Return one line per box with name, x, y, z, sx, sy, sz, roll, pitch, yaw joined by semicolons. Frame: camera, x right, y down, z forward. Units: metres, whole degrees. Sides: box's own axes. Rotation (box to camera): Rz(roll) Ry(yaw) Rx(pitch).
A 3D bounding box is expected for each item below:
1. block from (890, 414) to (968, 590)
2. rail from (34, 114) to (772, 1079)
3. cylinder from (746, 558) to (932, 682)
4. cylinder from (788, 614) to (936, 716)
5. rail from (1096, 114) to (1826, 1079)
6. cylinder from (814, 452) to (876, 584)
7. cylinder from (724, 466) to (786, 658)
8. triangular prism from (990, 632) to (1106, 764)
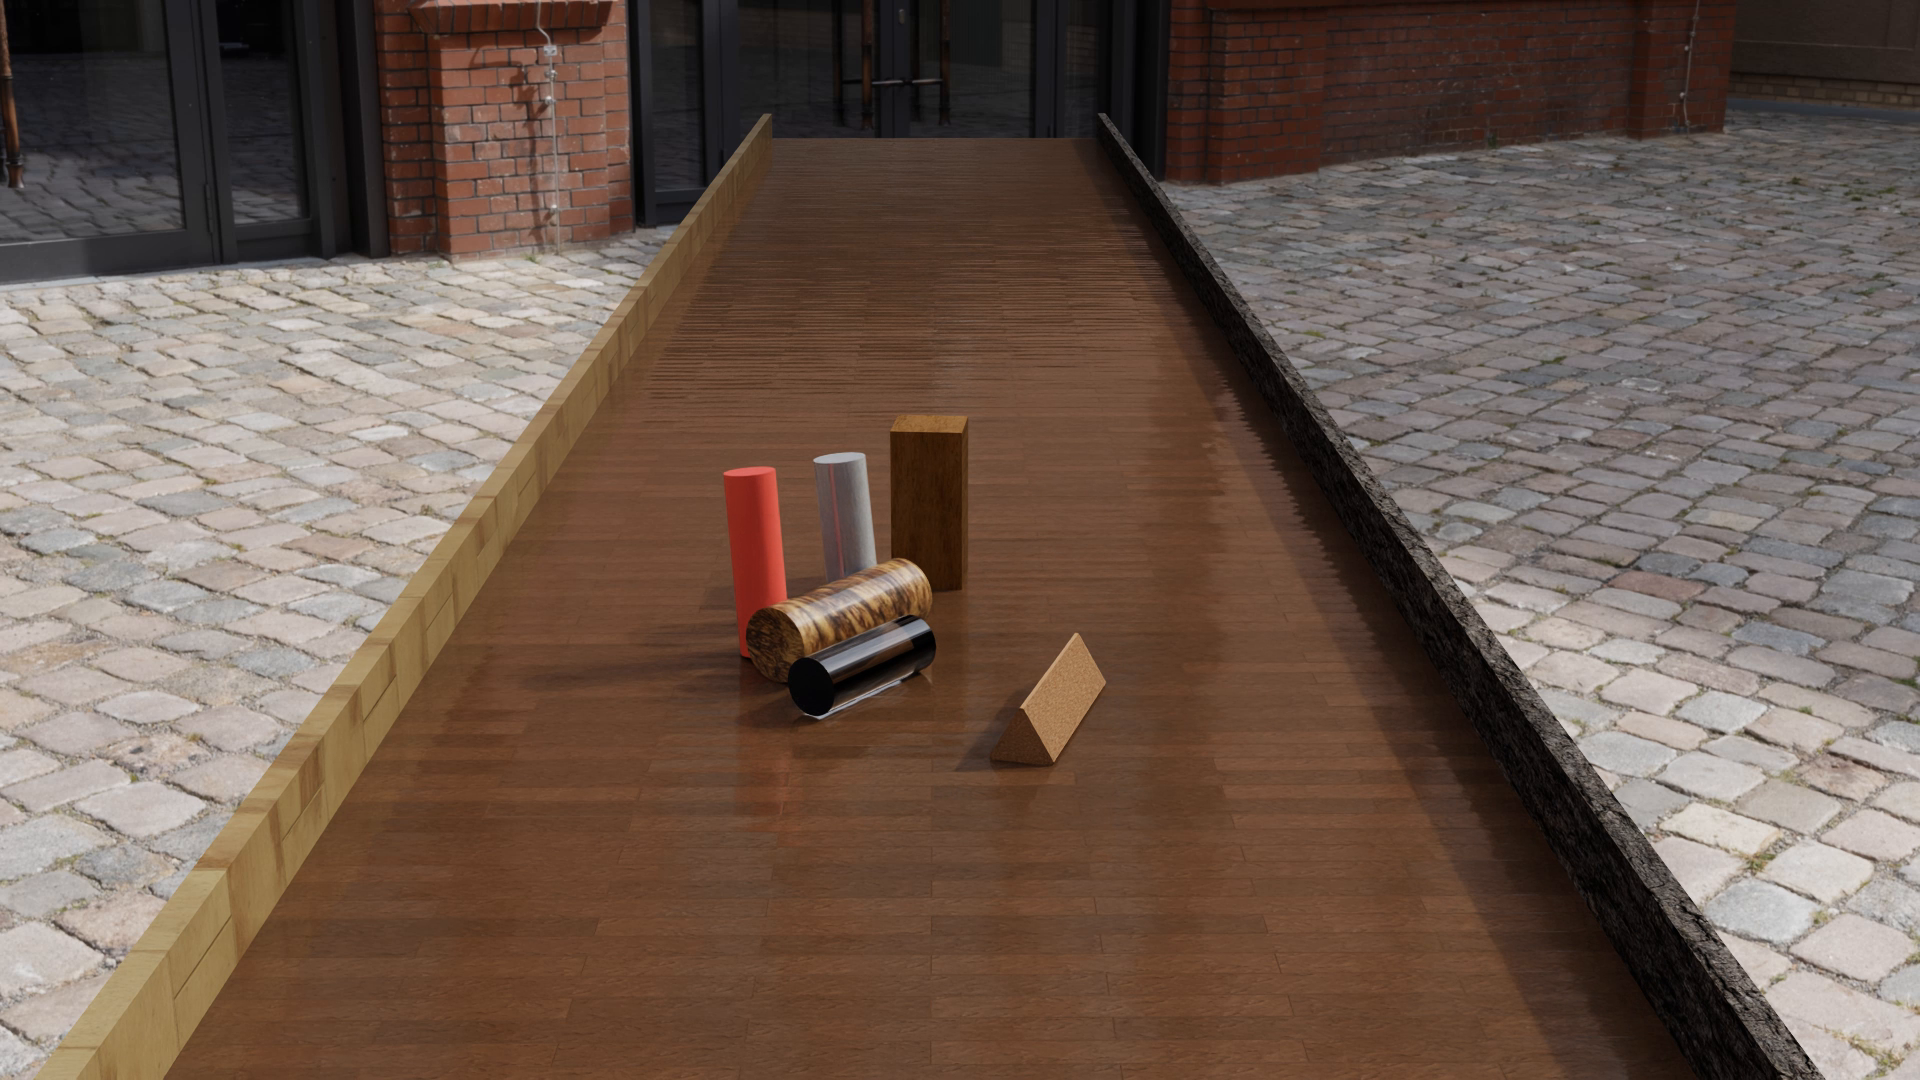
block;-0.067;-0.085;4.886;0.156;0.357;0.156;1;17;5
rail;-1.118;-0.838;7.780;0.050;0.150;12.000;0;17;-1
cylinder;-0.239;0.157;4.433;0.151;0.151;0.408;12;20;35
cylinder;-0.185;0.238;4.225;0.114;0.114;0.313;12;20;35
rail;0.932;-0.844;7.801;0.050;0.150;12.000;0;17;-1
cylinder;-0.236;-0.007;4.638;0.110;0.339;0.110;-5;13;1
cylinder;-0.406;0.044;4.412;0.103;0.370;0.103;-4;11;1
triangular prism;0.168;0.286;4.080;0.116;0.100;0.423;4;17;16
